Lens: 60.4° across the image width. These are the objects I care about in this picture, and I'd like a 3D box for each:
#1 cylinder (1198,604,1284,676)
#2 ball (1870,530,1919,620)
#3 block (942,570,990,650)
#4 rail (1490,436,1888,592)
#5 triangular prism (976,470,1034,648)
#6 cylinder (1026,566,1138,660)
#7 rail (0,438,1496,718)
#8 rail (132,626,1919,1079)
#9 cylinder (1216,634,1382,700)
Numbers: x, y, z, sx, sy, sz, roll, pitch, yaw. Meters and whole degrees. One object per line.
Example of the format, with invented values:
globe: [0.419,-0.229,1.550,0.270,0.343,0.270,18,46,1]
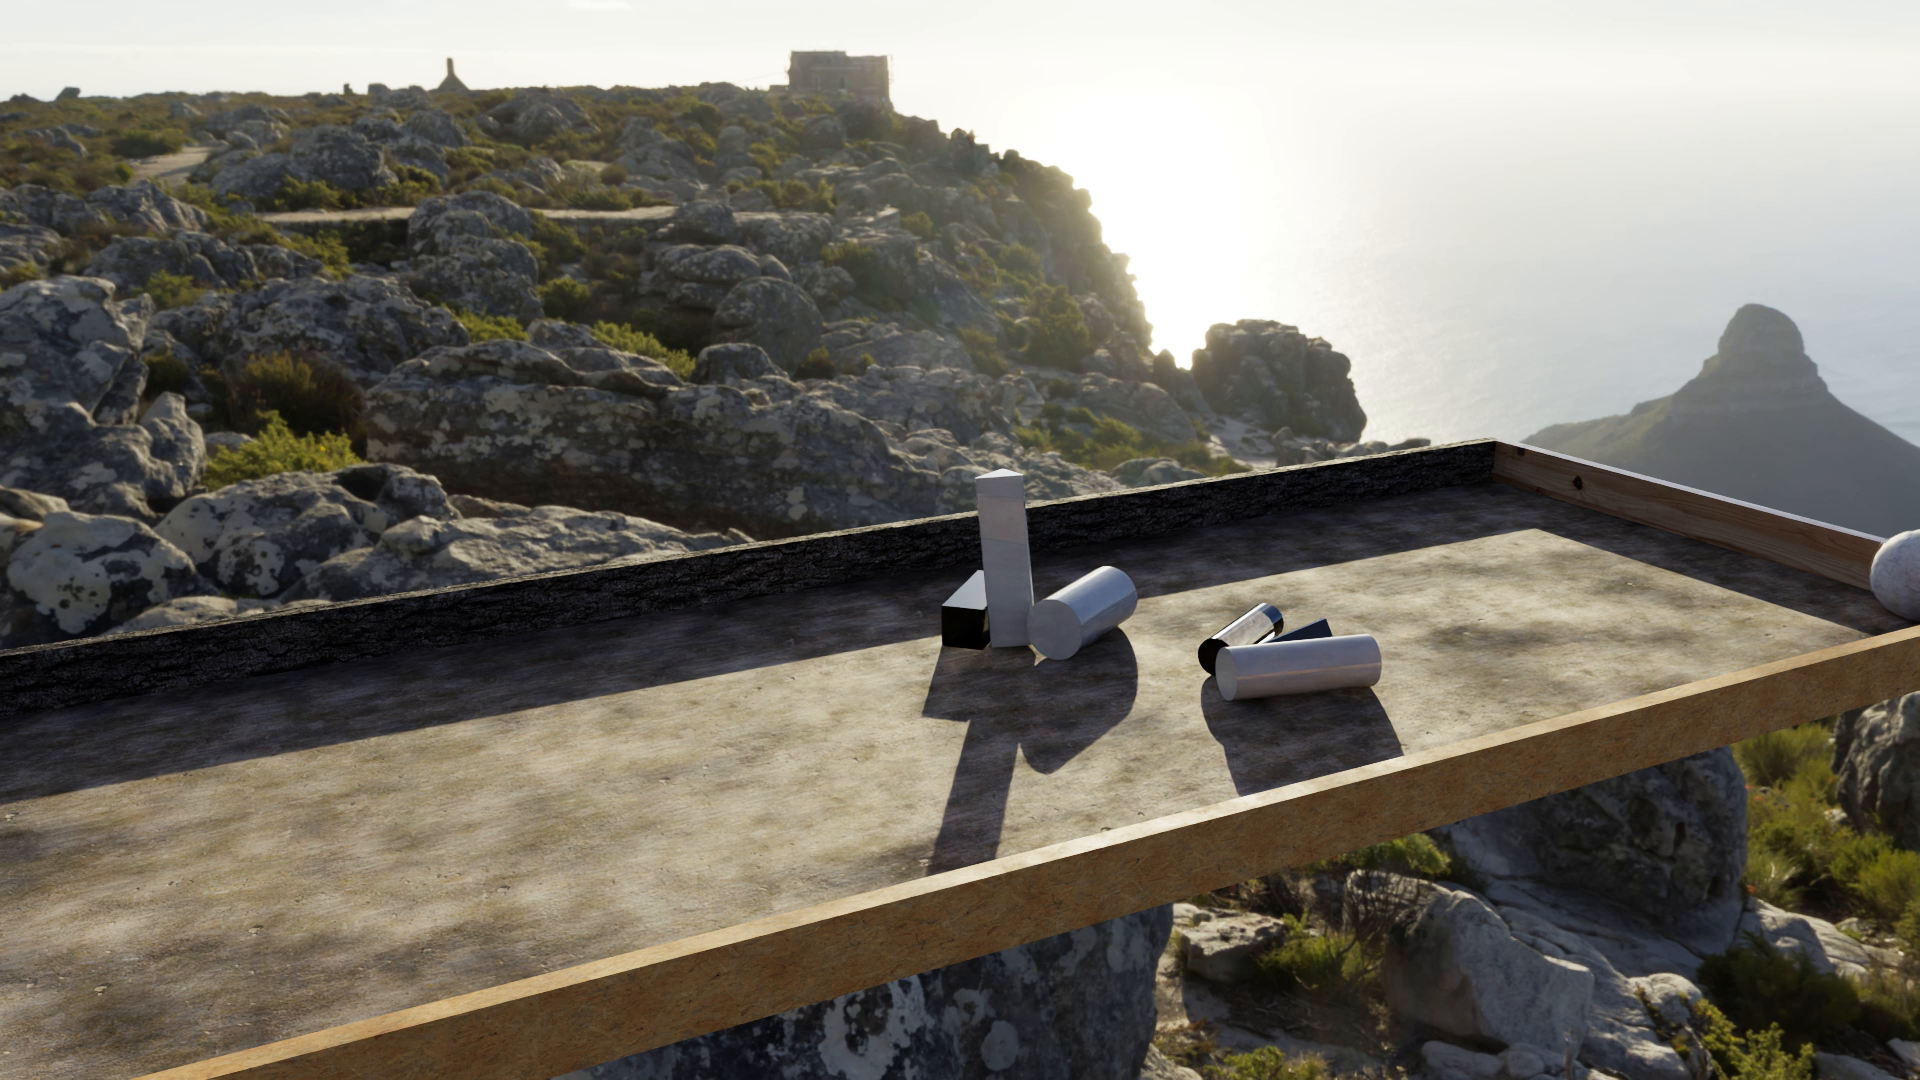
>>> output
cylinder: [0.734,0.257,4.296,0.102,0.102,0.326,10,19,31]
ball: [2.667,0.098,4.571,0.253,0.253,0.253,0,16,0]
block: [0.055,0.189,4.512,0.113,0.113,0.326,5,17,17]
rail: [2.466,-0.048,5.253,0.050,0.150,2.100,-9,18,-27]
triangular prism: [0.127,0.046,4.378,0.123,0.459,0.107,-4,13,7]
cylinder: [0.329,0.192,4.409,0.165,0.165,0.331,10,19,30]
rail: [-3.305,0.497,3.399,12.000,0.150,0.050,-9,18,-27]
rail: [-2.336,1.006,1.665,12.000,0.150,0.050,-9,18,-27]
cylinder: [0.833,0.312,4.060,0.383,0.131,0.131,-4,17,-14]
